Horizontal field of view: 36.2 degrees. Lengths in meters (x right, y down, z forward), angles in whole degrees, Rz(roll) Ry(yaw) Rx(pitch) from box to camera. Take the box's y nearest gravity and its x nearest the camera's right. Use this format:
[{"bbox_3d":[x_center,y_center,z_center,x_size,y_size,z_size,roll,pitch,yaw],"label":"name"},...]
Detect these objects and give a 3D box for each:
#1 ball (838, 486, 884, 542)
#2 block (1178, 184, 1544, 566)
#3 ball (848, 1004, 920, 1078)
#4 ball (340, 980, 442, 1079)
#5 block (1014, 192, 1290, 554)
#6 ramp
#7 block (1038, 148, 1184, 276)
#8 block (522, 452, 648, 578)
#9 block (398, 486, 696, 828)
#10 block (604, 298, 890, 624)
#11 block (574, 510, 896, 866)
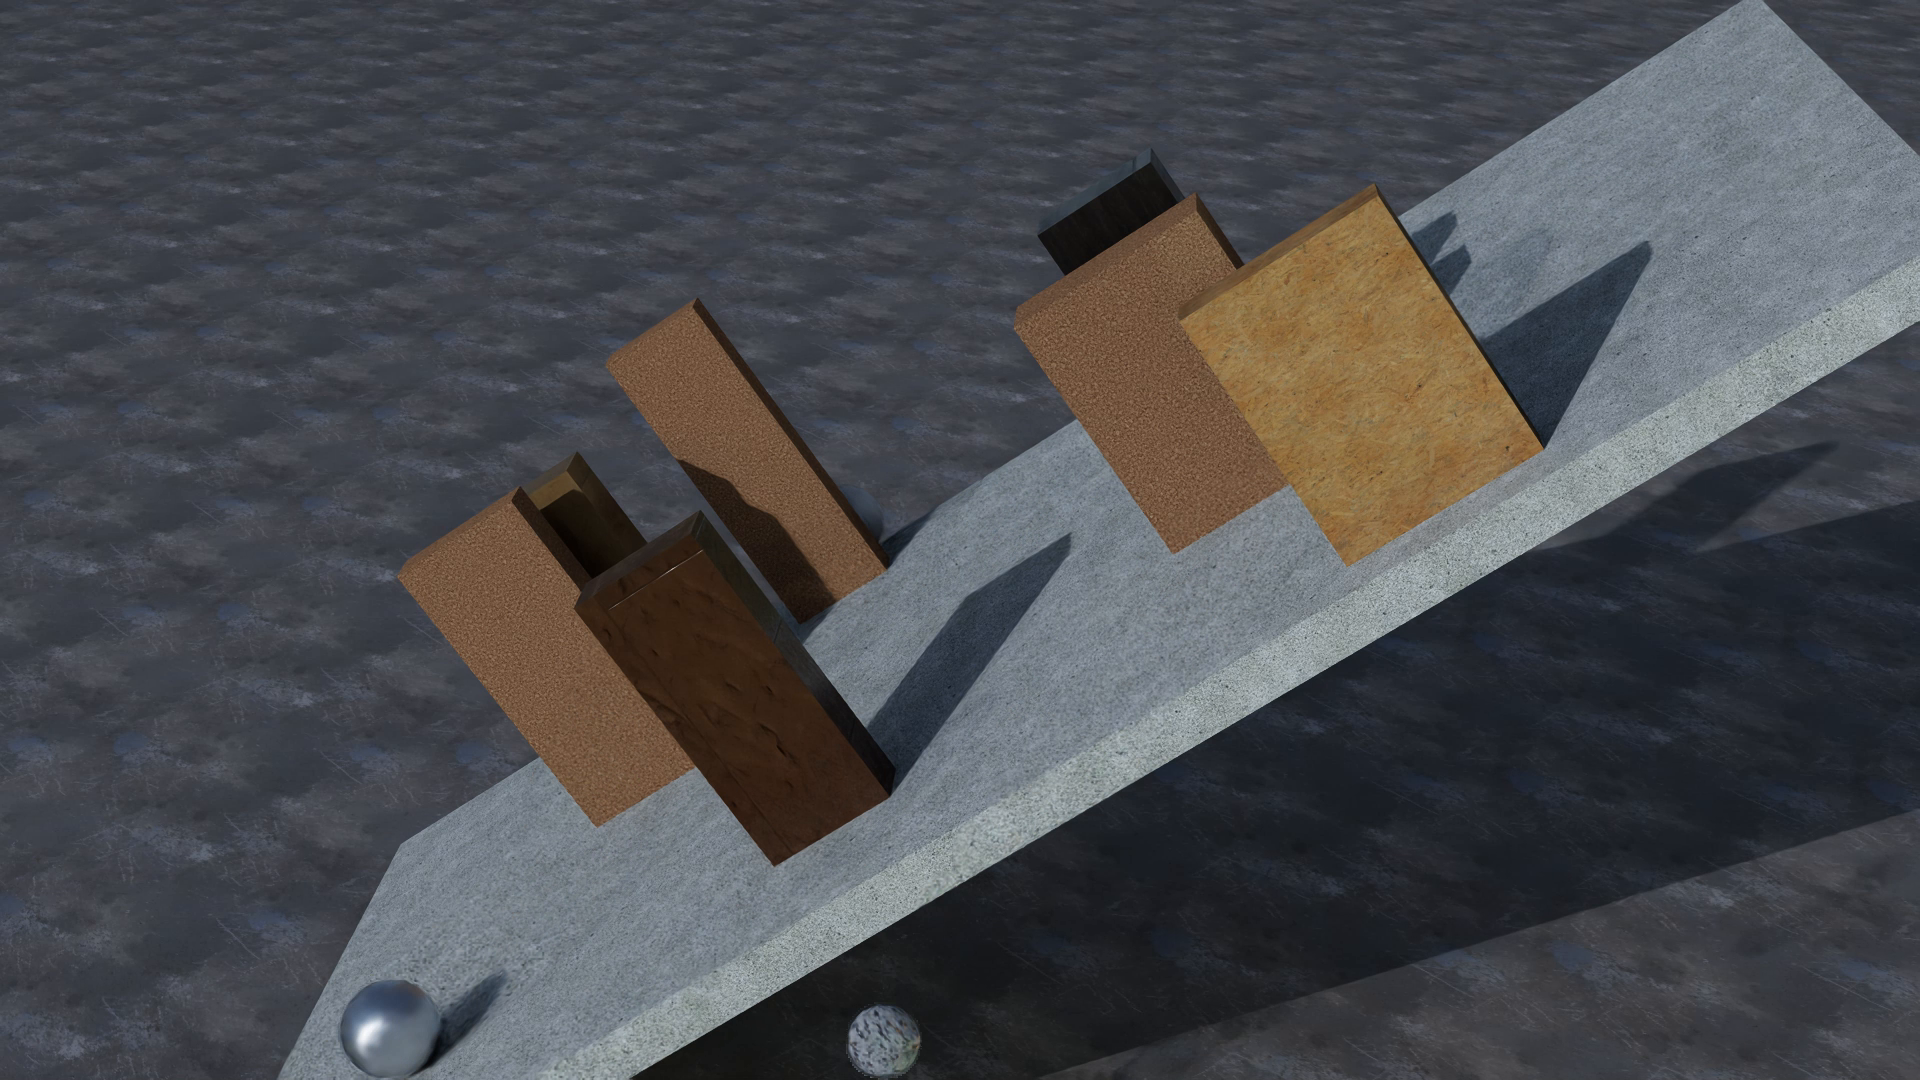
[{"bbox_3d":[-0.277,-0.044,7.316,0.178,0.178,0.178,0,21,0],"label":"ball"},{"bbox_3d":[0.707,-0.286,5.192,0.406,0.550,0.092,-32,16,15],"label":"block"},{"bbox_3d":[-0.133,0.877,5.157,0.127,0.127,0.127,0,21,0],"label":"ball"},{"bbox_3d":[-1.175,1.010,6.072,0.204,0.204,0.204,0,21,0],"label":"ball"},{"bbox_3d":[0.446,-0.327,5.845,0.426,0.570,0.145,-32,16,15],"label":"block"},{"bbox_3d":[0.137,0.173,6.303,4.000,0.100,2.000,-32,16,15],"label":"ramp"},{"bbox_3d":[0.457,-0.449,6.024,0.272,0.654,0.129,-32,16,15],"label":"block"},{"bbox_3d":[-0.849,0.189,6.873,0.386,0.696,0.135,-32,16,15],"label":"block"},{"bbox_3d":[-0.909,0.270,6.668,0.326,0.744,0.099,-32,16,15],"label":"block"},{"bbox_3d":[-0.505,-0.184,7.053,0.259,0.793,0.083,-32,16,15],"label":"block"},{"bbox_3d":[-0.433,0.293,5.735,0.281,0.657,0.129,-32,16,15],"label":"block"}]
